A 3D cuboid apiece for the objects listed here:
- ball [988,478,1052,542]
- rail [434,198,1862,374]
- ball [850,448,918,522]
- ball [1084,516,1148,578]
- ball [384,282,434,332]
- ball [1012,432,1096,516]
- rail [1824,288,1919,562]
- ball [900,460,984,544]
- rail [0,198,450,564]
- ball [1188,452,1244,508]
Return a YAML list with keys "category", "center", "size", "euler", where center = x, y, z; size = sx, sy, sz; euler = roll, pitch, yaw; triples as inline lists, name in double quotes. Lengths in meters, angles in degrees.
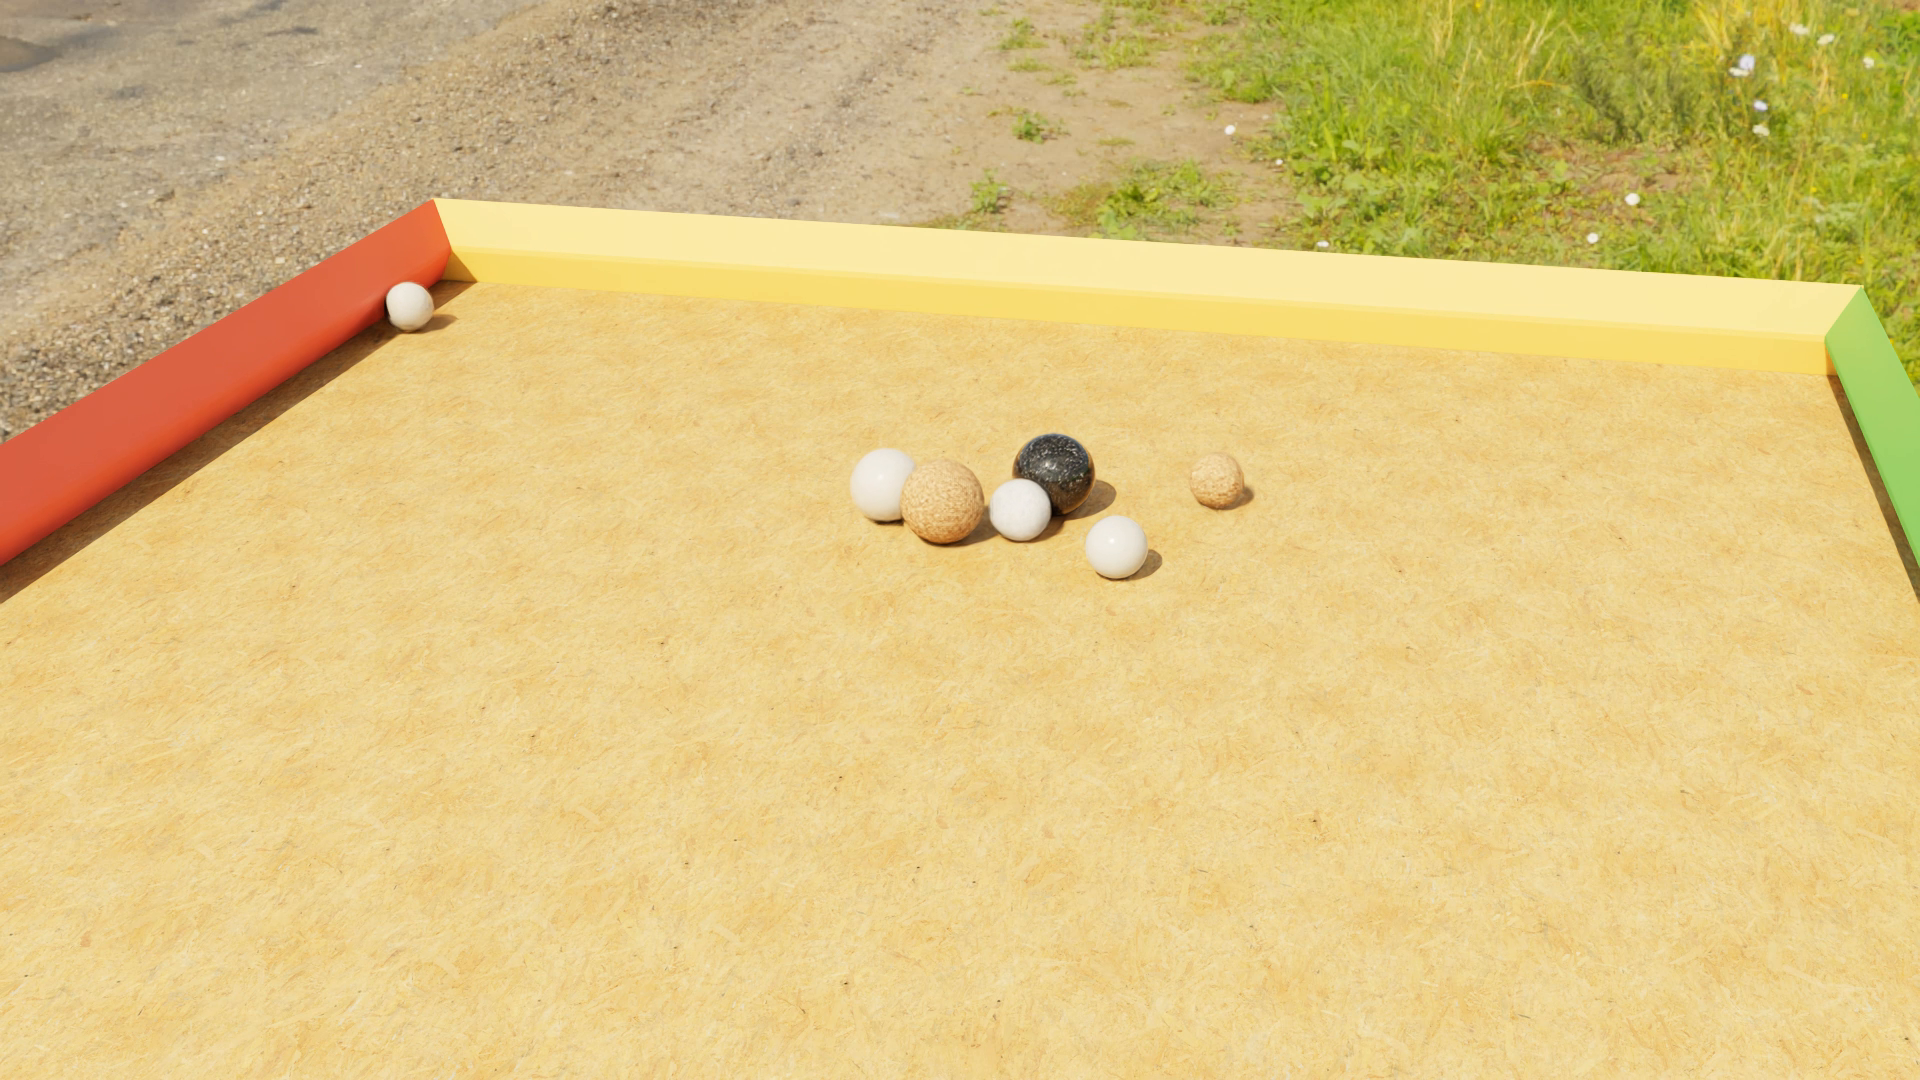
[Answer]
- category: "ball"
  center: [0.069, -0.035, 2.526]
  size: [0.072, 0.072, 0.072]
  euler: [0, 23, 0]
- category: "rail"
  center: [0.200, -0.373, 3.232]
  size: [2.115, 0.129, 0.045]
  euler: [5, 24, 12]
- category: "ball"
  center: [-0.087, -0.064, 2.575]
  size: [0.086, 0.086, 0.086]
  euler: [0, 23, 0]
- category: "ball"
  center: [0.173, 0.008, 2.430]
  size: [0.070, 0.070, 0.070]
  euler: [0, 23, 0]
- category: "ball"
  center: [-0.812, -0.343, 3.237]
  size: [0.072, 0.072, 0.072]
  euler: [0, 23, 0]
- category: "ball"
  center: [0.110, -0.077, 2.589]
  size: [0.100, 0.100, 0.100]
  euler: [0, 23, 0]
- category: "rail"
  center: [0.802, 0.428, 1.383]
  size: [0.045, 0.129, 3.709]
  euler: [5, 24, 12]
- category: "ball"
  center: [-0.020, -0.044, 2.517]
  size: [0.096, 0.096, 0.096]
  euler: [0, 23, 0]
- category: "rail"
  center: [-1.214, 0.245, 1.804]
  size: [0.045, 0.129, 3.709]
  euler: [5, 24, 12]
- category: "ball"
  center: [0.306, -0.071, 2.617]
  size: [0.066, 0.066, 0.066]
  euler: [0, 23, 0]
